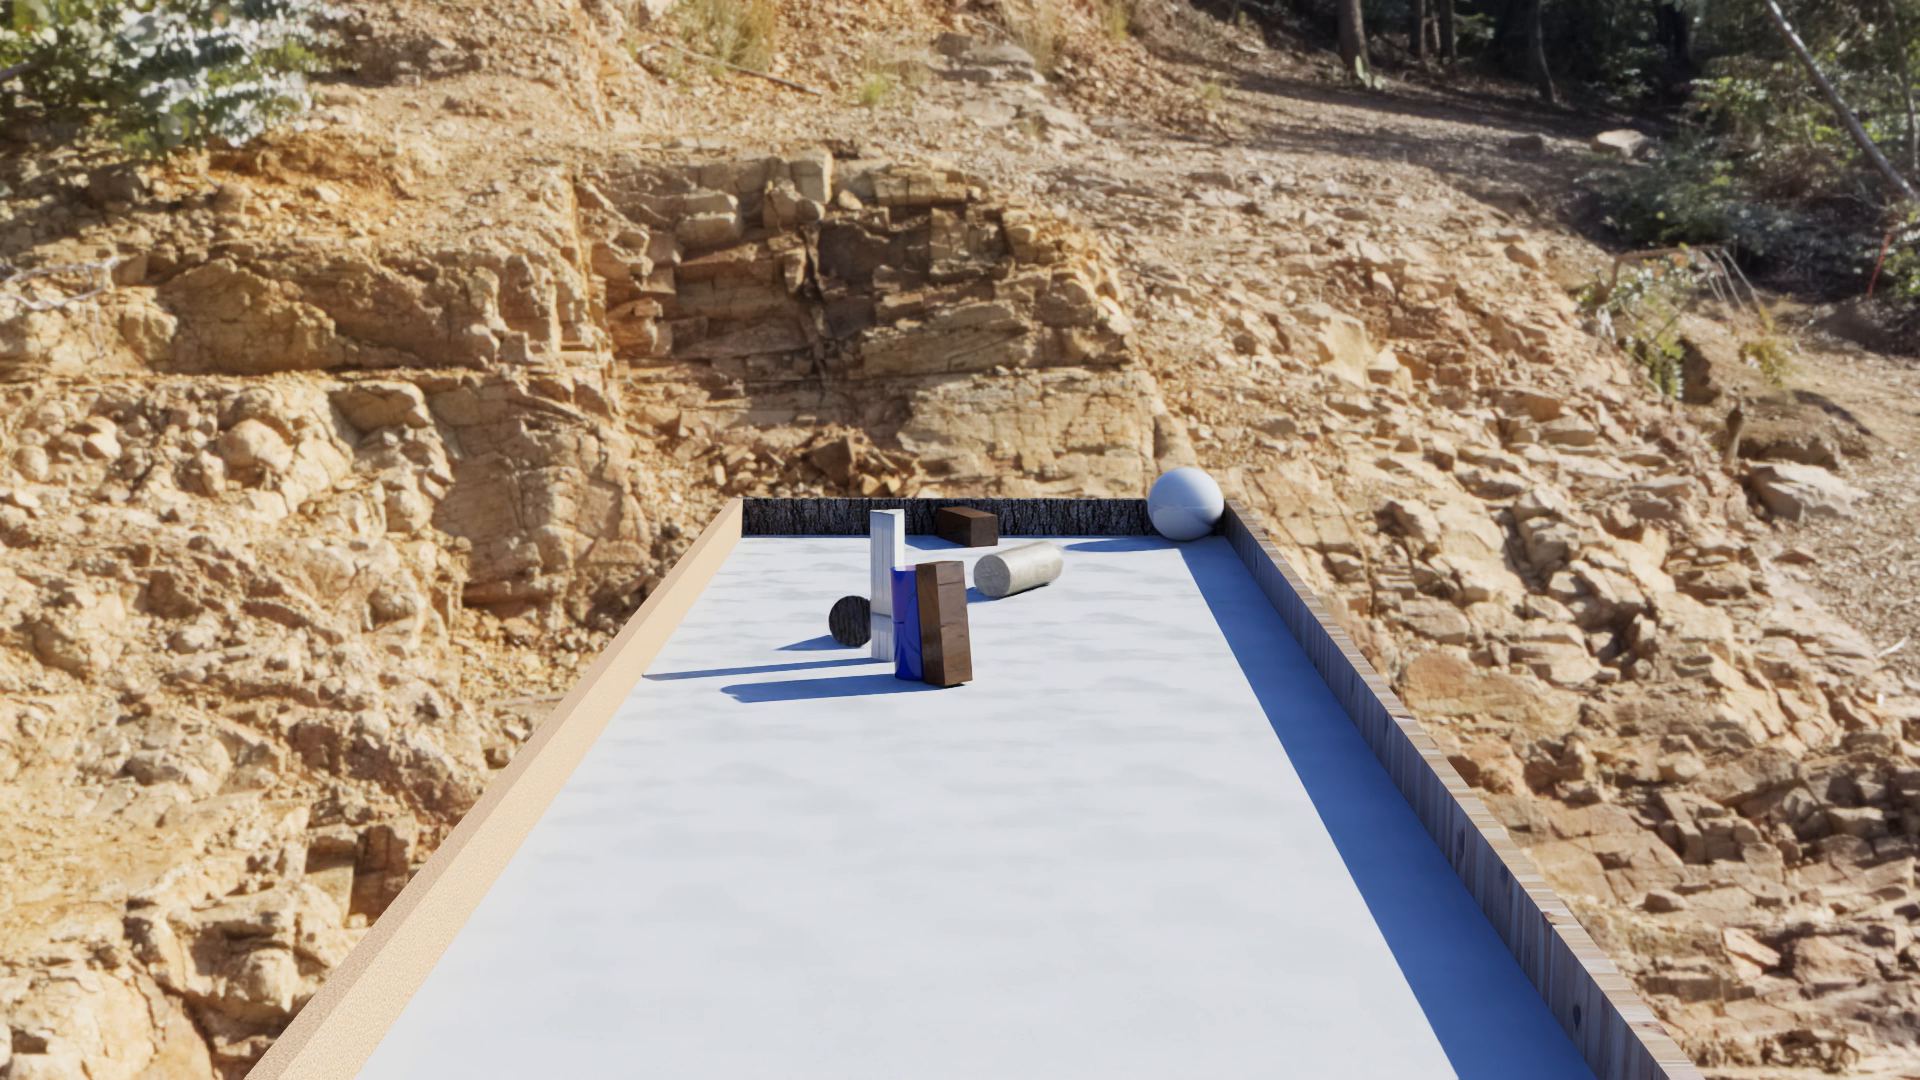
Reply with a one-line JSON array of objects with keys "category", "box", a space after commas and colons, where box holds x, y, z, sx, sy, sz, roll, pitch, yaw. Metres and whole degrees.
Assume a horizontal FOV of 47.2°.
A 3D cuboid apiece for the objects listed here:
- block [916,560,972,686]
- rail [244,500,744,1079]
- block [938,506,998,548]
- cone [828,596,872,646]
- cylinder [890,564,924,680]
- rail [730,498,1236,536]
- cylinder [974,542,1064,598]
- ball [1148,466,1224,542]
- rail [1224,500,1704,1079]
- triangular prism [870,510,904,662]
[{"category": "block", "box": [-0.046, 0.238, 6.359, 0.100, 0.349, 0.100, -7, 5, -37]}, {"category": "rail", "box": [-1.004, 0.839, 3.234, 0.050, 0.150, 12.000, 0, 9, 1]}, {"category": "block", "box": [0.030, -0.054, 8.962, 0.122, 0.122, 0.303, -4, 10, -26]}, {"category": "cone", "box": [-0.306, 0.263, 7.099, 0.160, 0.160, 0.408, 1, -2, 8]}, {"category": "cylinder", "box": [-0.131, 0.239, 6.454, 0.137, 0.318, 0.137, -3, 6, 0]}, {"category": "rail", "box": [0.099, -0.098, 9.147, 2.100, 0.150, 0.050, 0, 9, 1]}, {"category": "cylinder", "box": [0.210, 0.105, 7.854, 0.155, 0.155, 0.364, 6, 11, 32]}, {"category": "ball", "box": [0.917, -0.145, 8.942, 0.307, 0.307, 0.307, 0, 9, 0]}, {"category": "rail", "box": [1.046, 0.843, 3.208, 0.050, 0.150, 12.000, 0, 9, 1]}, {"category": "triangular prism", "box": [-0.204, 0.136, 6.700, 0.090, 0.455, 0.104, -9, 13, -44]}]
